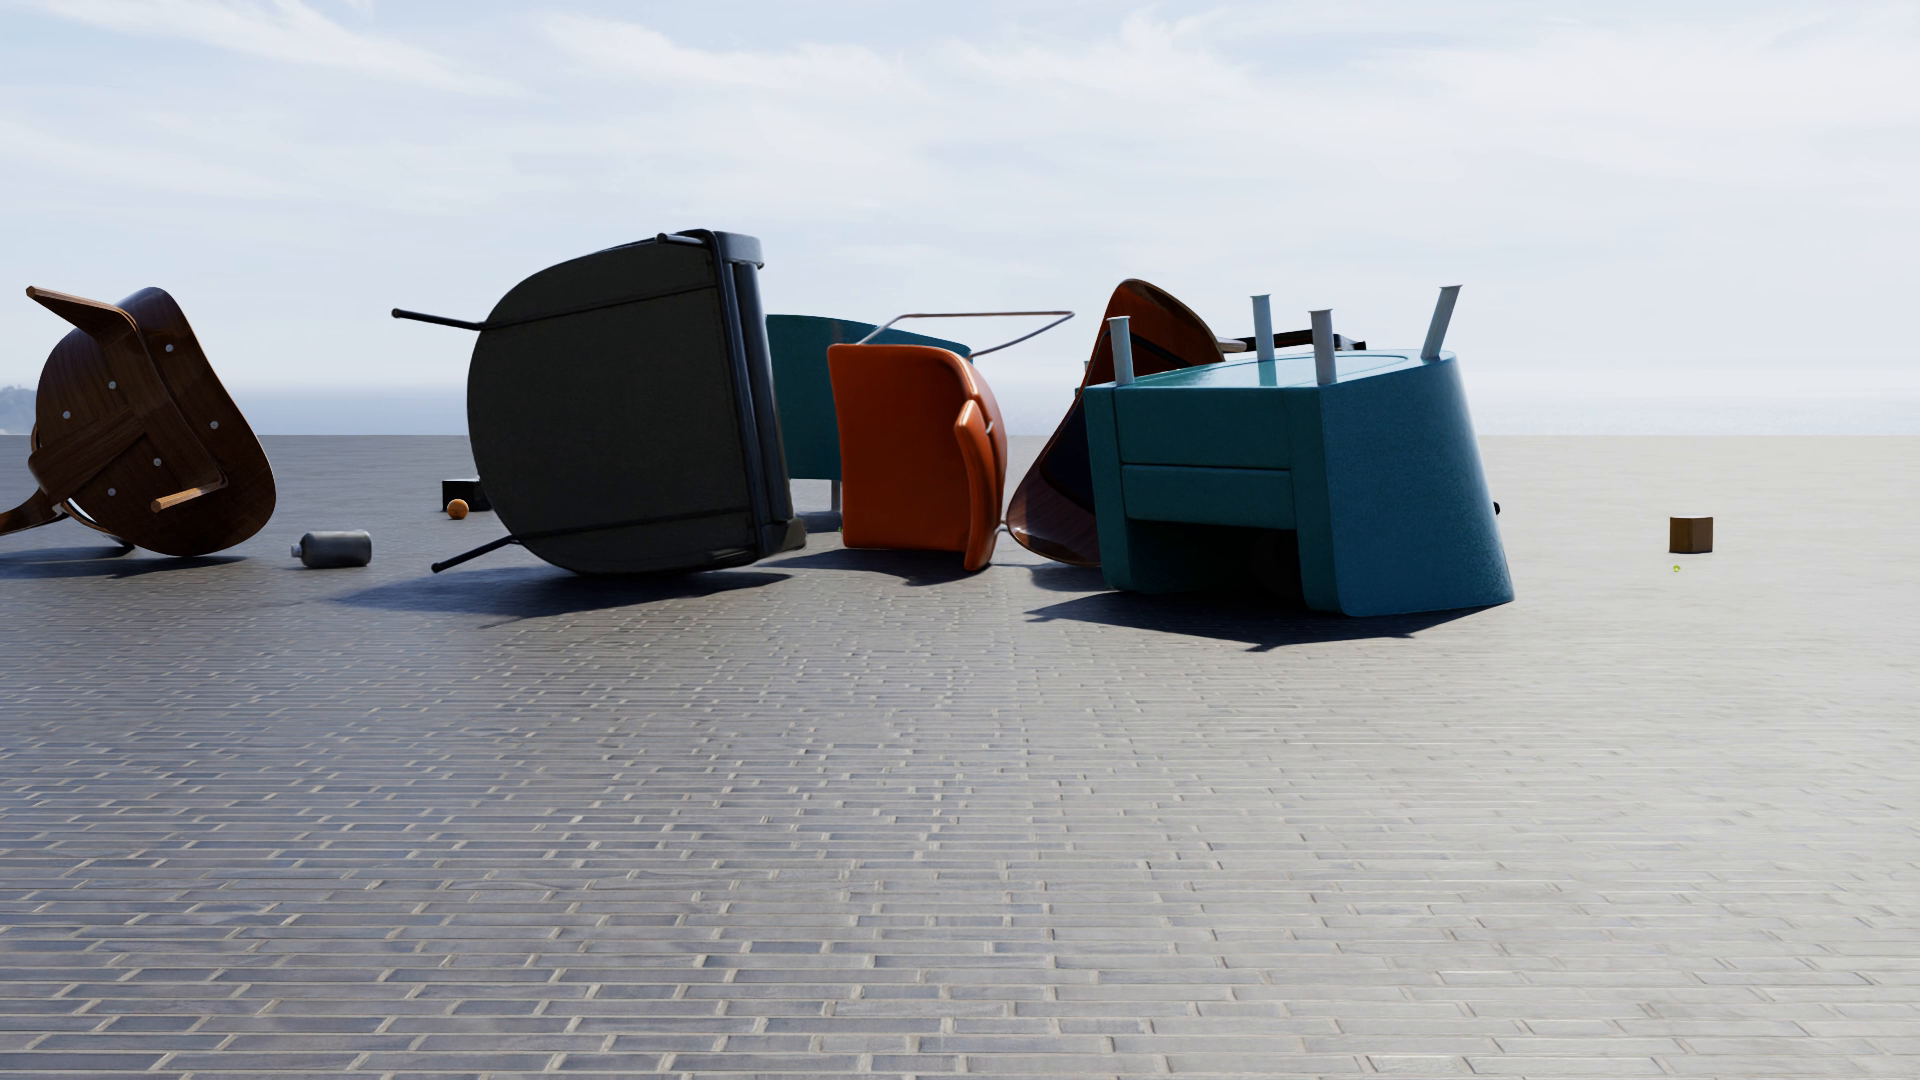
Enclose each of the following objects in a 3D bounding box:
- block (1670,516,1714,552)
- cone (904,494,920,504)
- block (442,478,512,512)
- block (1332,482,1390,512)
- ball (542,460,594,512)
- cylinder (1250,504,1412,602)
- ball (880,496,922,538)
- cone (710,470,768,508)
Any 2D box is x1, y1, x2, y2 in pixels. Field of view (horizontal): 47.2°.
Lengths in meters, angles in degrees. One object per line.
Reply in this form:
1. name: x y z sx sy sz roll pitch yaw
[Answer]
1. block: 2.035 -0.018 6.119 0.111 0.094 0.069 -4 5 -43
2. cone: -0.182 -0.132 8.256 0.084 0.076 0.047 11 37 -38
3. block: -1.799 -0.169 8.198 0.153 0.111 0.209 2 5 29
4. block: 1.112 -0.064 6.105 0.106 0.188 0.158 -1 4 -10
5. ball: -1.438 -0.198 8.060 0.188 0.188 0.188 0 4 0
6. cylinder: 0.809 0.025 4.783 0.289 0.191 0.308 -6 1 22
7. ball: -0.180 -0.072 6.668 0.127 0.127 0.127 0 4 0
8. cone: -0.839 -0.196 8.350 0.229 0.143 0.190 -1 4 -20
